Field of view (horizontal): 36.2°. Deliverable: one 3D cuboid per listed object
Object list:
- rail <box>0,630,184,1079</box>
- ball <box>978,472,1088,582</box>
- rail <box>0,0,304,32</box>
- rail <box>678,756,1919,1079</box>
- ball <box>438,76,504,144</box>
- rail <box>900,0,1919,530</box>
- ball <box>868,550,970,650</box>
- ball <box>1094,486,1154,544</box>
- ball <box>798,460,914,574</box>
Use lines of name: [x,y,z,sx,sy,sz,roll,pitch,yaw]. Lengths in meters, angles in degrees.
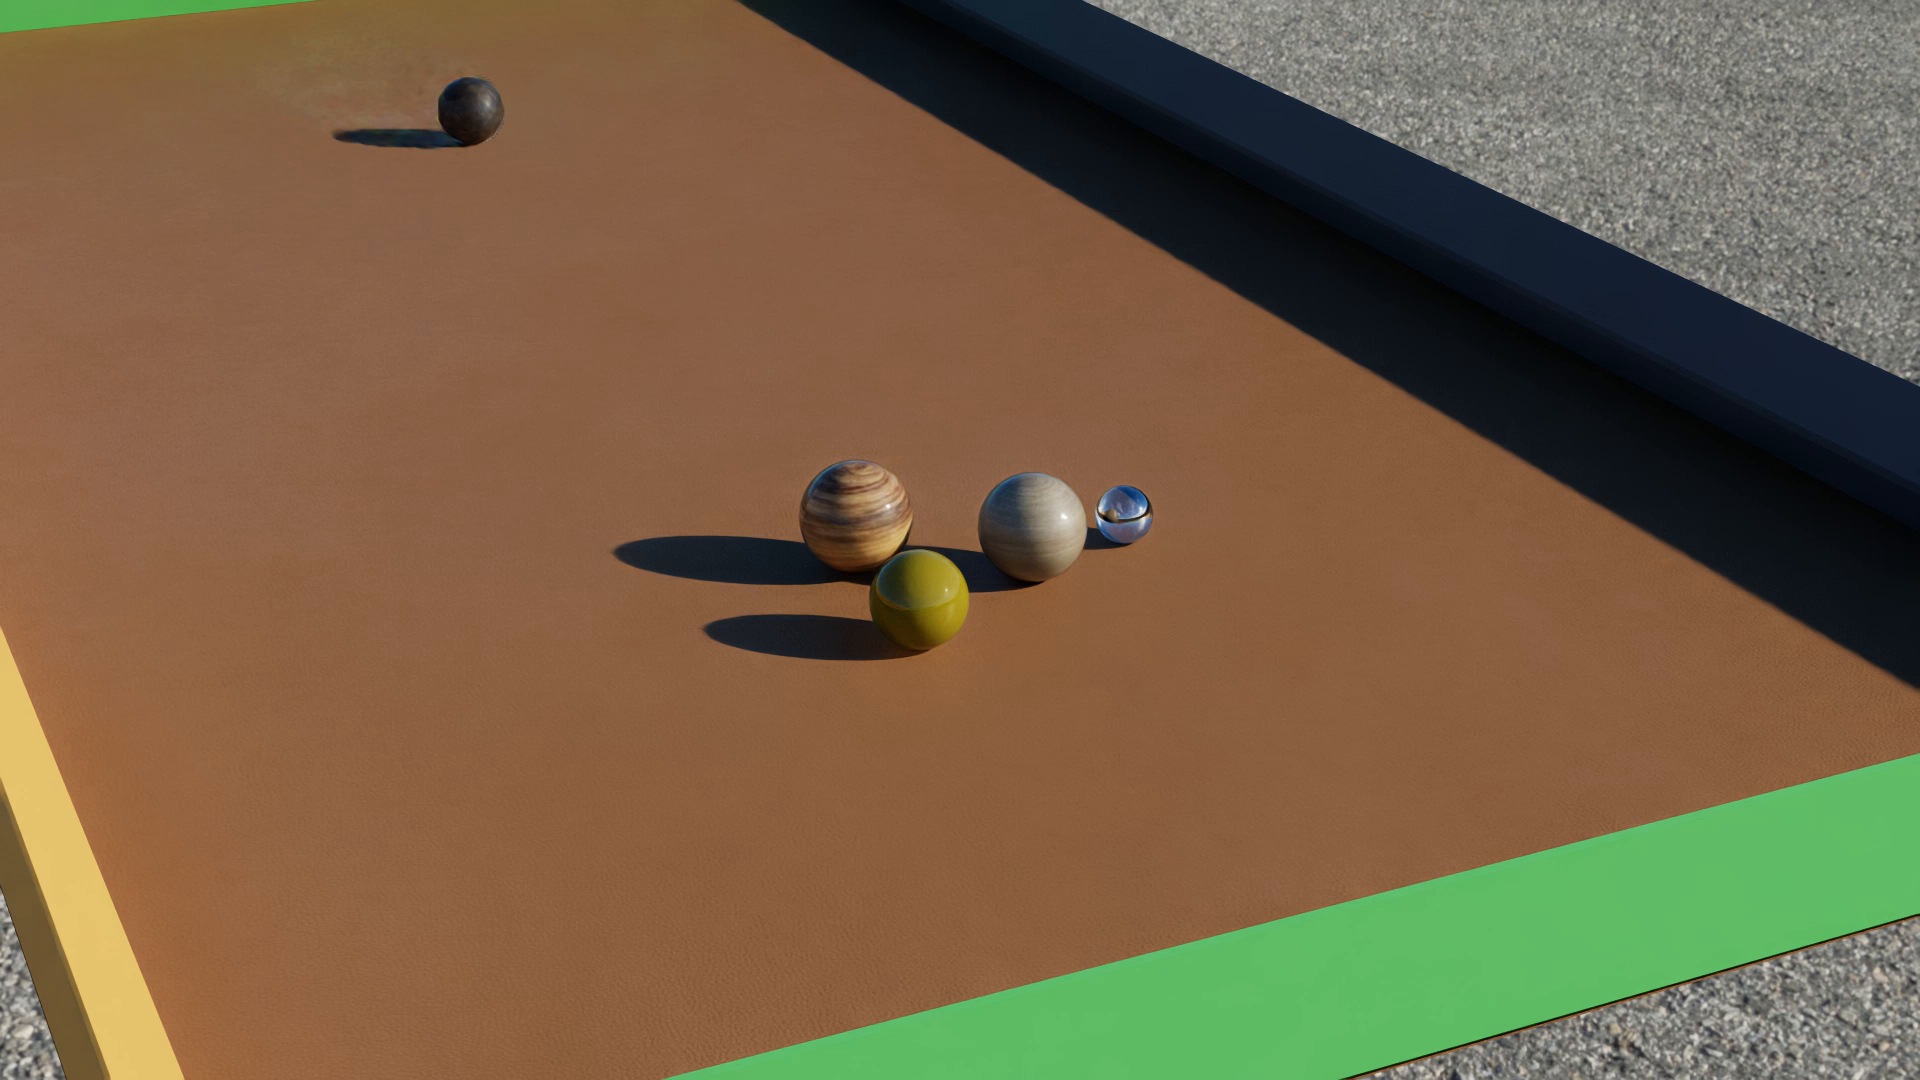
rail: [-0.925,-0.148,2.483,0.045,0.112,2.734,-11,26,-23]
ball: [0.054,-0.010,2.210,0.083,0.083,0.083,0,24,0]
rail: [-0.868,-0.759,3.868,1.448,0.112,0.045,-11,26,-23]
rail: [0.282,0.221,1.646,1.448,0.112,0.045,-11,26,-23]
ball: [-0.547,-0.480,3.286,0.073,0.073,0.073,0,24,0]
rail: [0.340,-0.390,3.031,0.045,0.112,2.734,-11,26,-23]
ball: [-0.029,0.043,2.103,0.072,0.072,0.072,0,24,0]
ball: [0.127,-0.020,2.278,0.046,0.046,0.046,0,24,0]
ball: [-0.079,-0.018,2.222,0.087,0.087,0.087,0,24,0]
